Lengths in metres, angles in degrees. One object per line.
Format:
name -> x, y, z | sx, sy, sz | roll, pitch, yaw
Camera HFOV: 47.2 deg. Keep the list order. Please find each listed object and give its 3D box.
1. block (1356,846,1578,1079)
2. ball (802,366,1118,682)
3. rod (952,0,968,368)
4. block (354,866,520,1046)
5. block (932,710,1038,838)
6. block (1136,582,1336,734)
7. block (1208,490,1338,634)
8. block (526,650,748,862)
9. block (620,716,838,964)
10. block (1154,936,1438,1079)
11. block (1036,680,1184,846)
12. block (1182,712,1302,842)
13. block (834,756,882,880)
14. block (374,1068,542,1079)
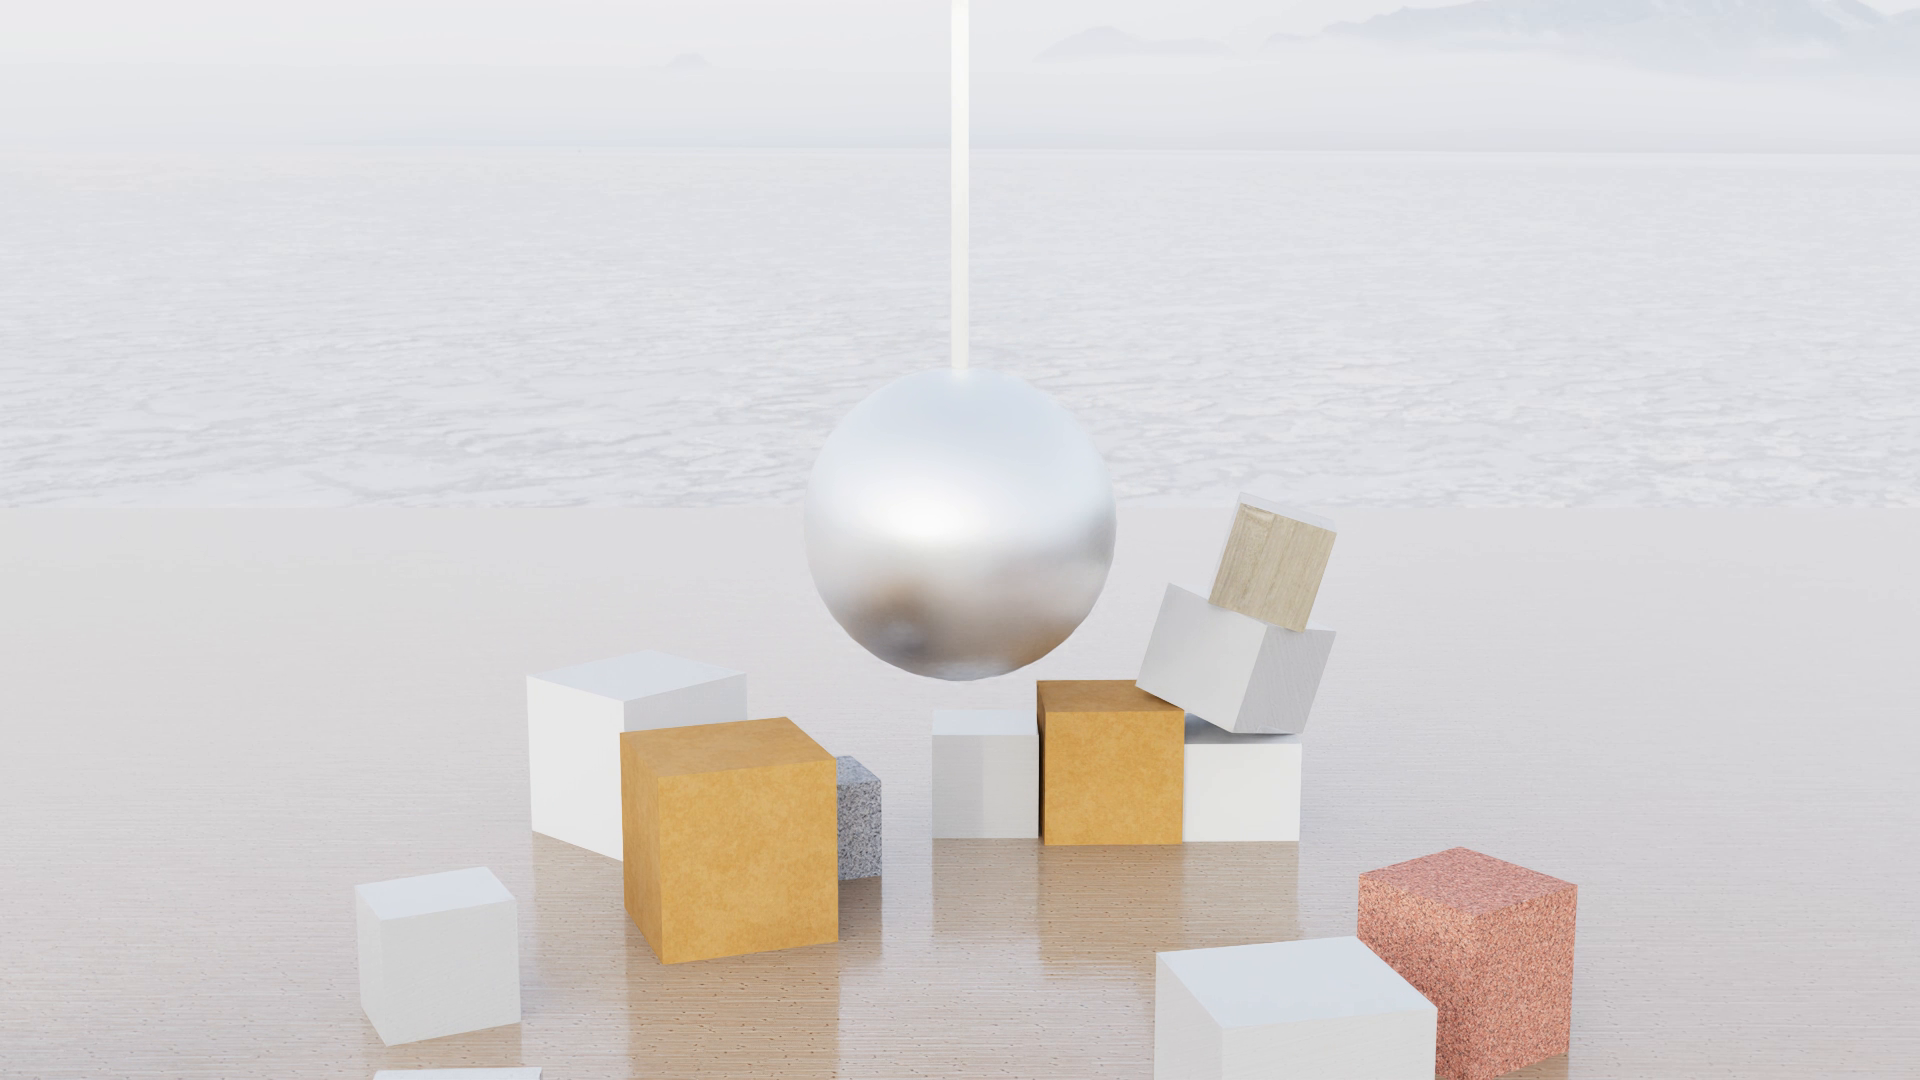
block -> 1.970, 1.651, 8.594 | 0.585, 0.677, 0.587 | -7, 13, -35
ball -> 0.000, -0.085, 11.177 | 1.600, 1.600, 1.600 | 0, 10, 0
rod -> 0.000, -3.429, 10.562 | 0.080, 5.200, 0.080 | 0, 10, 0
block -> -2.116, 1.675, 8.906 | 0.539, 0.518, 0.460 | -5, 12, -27
block -> 0.128, 1.207, 11.408 | 0.540, 0.544, 0.506 | 0, 10, 0
block -> 1.409, 0.605, 11.226 | 0.636, 0.562, 0.646 | 25, 12, 40
block -> 1.568, 0.104, 11.075 | 0.493, 0.524, 0.531 | 18, 9, 5
block -> -1.649, 1.088, 11.295 | 0.778, 0.818, 0.800 | 9, 14, 42
block -> -1.048, 1.331, 9.904 | 0.793, 0.838, 0.773 | -4, 11, -20
block -> 1.154, 1.837, 7.694 | 0.761, 0.632, 0.701 | -2, 11, -13
block -> 0.764, 1.139, 11.368 | 0.696, 0.692, 0.660 | 0, 10, -2
block -> 1.418, 1.223, 11.418 | 0.598, 0.509, 0.618 | 0, 10, -1
block -> -0.711, 1.366, 10.721 | 0.532, 0.477, 0.470 | -4, 11, -21
block -> -1.638, 2.038, 7.019 | 0.539, 0.478, 0.603 | -1, 10, -3
